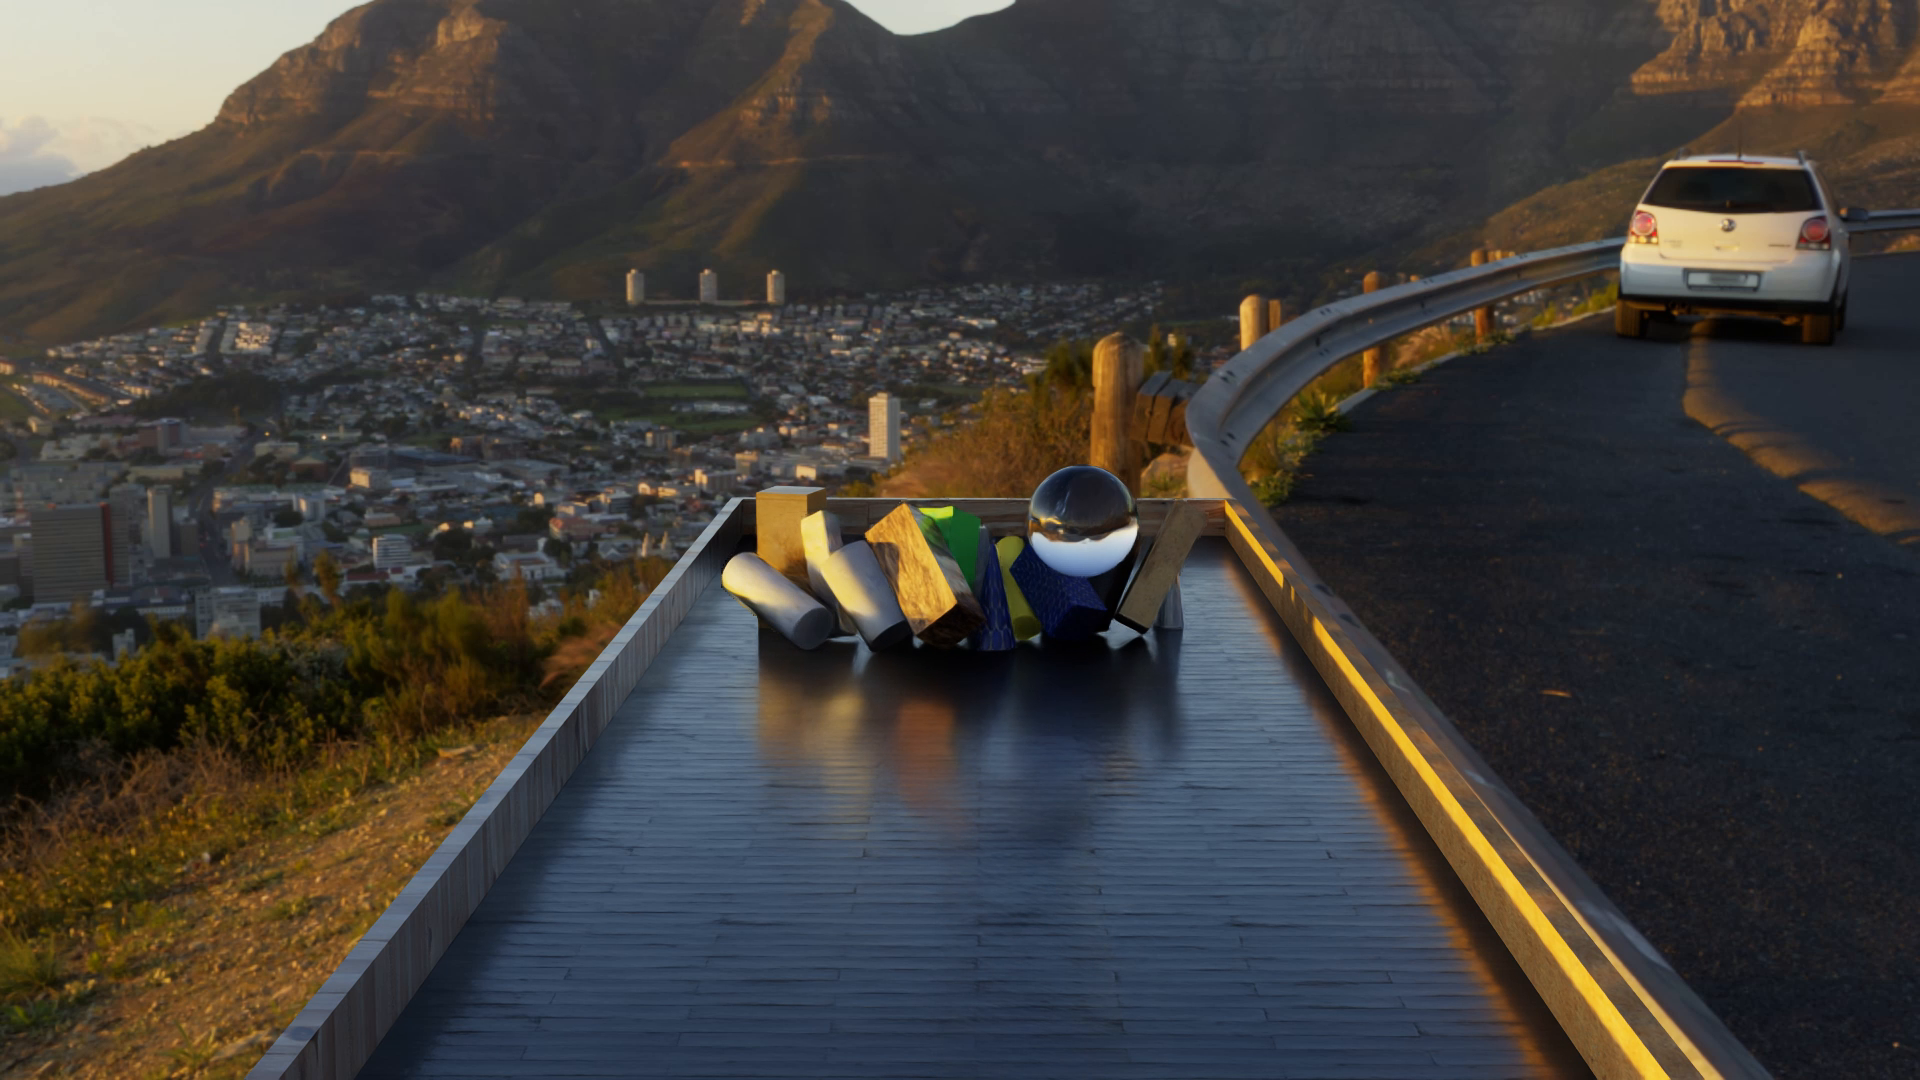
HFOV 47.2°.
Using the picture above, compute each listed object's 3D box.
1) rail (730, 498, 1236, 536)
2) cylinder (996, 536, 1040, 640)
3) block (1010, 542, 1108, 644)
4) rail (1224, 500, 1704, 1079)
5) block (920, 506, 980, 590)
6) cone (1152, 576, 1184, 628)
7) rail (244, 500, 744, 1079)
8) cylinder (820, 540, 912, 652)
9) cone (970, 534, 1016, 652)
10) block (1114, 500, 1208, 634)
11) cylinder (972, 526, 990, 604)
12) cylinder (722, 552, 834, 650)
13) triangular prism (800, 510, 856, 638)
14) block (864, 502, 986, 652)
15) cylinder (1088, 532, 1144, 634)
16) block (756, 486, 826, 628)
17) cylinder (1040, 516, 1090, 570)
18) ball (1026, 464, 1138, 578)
[{"bbox_3d":[0.099,-0.098,9.147,2.100,0.150,0.050,0,9,1],"label":"rail"},{"bbox_3d":[0.186,0.152,7.128,0.103,0.103,0.407,-1,38,-6],"label":"cylinder"},{"bbox_3d":[0.309,0.159,6.974,0.142,0.142,0.320,12,33,-37],"label":"block"},{"bbox_3d":[1.046,0.843,3.208,0.050,0.150,12.000,0,9,1],"label":"rail"},{"bbox_3d":[-0.059,0.101,7.016,0.151,0.380,0.151,-3,-16,37],"label":"block"},{"bbox_3d":[0.686,0.086,7.195,0.103,0.393,0.103,1,5,0],"label":"cone"},{"bbox_3d":[-1.004,0.839,3.234,0.050,0.150,12.000,0,9,1],"label":"rail"},{"bbox_3d":[-0.284,0.174,6.830,0.171,0.304,0.171,-30,-20,-12],"label":"cylinder"},{"bbox_3d":[0.104,0.158,6.867,0.144,0.357,0.144,0,8,0],"label":"cone"},{"bbox_3d":[0.644,0.088,7.077,0.111,0.421,0.111,29,-13,0],"label":"block"},{"bbox_3d":[0.056,0.119,7.195,0.105,0.323,0.105,-6,7,1],"label":"cylinder"},{"bbox_3d":[-0.579,0.190,6.959,0.149,0.149,0.405,-8,30,-40],"label":"cylinder"},{"bbox_3d":[-0.402,0.113,7.025,0.106,0.394,0.122,1,-17,-40],"label":"triangular prism"},{"bbox_3d":[-0.108,0.114,6.821,0.170,0.170,0.428,32,24,-51],"label":"block"},{"bbox_3d":[0.467,0.118,7.133,0.153,0.339,0.153,19,-27,10],"label":"cylinder"},{"bbox_3d":[-0.551,0.058,7.218,0.176,0.447,0.176,3,9,17],"label":"block"},{"bbox_3d":[0.345,0.100,7.233,0.164,0.347,0.164,-1,4,0],"label":"cylinder"},{"bbox_3d":[0.381,-0.058,6.861,0.354,0.354,0.354,0,9,0],"label":"ball"}]
